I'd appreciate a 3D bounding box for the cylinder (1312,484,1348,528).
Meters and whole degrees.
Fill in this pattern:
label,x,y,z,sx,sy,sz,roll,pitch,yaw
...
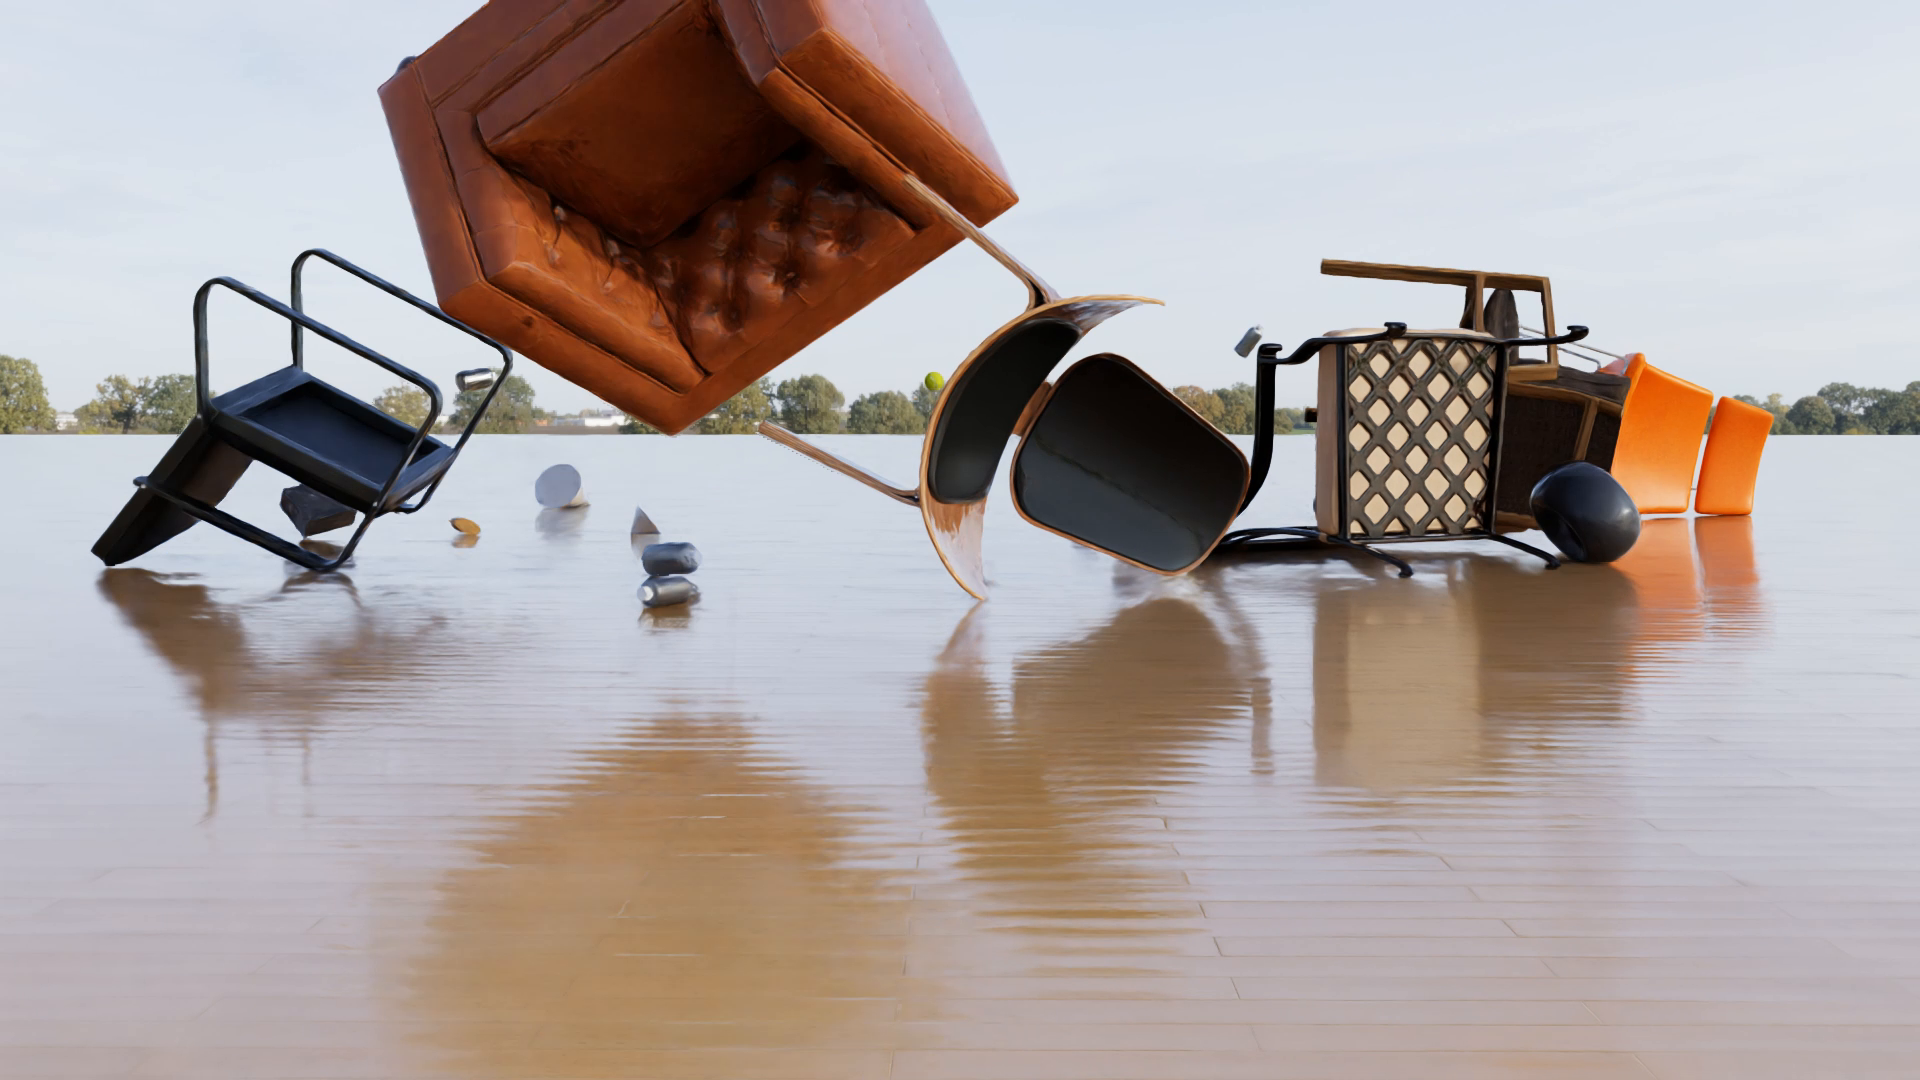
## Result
label,x,y,z,sx,sy,sz,roll,pitch,yaw
cylinder,0.946,-0.087,5.611,0.062,0.093,0.071,-10,15,39

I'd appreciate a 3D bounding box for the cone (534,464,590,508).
label,x,y,z,sx,sy,sz,roll,pitch,yaw
cone,-1.472,-0.169,8.395,0.211,0.180,0.223,1,-18,27

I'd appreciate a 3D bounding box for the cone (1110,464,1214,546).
label,x,y,z,sx,sy,sz,roll,pitch,yaw
cone,0.581,-0.045,6.363,0.309,0.264,0.230,12,35,0

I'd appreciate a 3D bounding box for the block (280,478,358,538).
label,x,y,z,sx,sy,sz,roll,pitch,yaw
block,-1.957,-0.101,6.708,0.169,0.068,0.150,-19,56,-42

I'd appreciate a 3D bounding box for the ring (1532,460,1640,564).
label,x,y,z,sx,sy,sz,roll,pitch,yaw
ring,1.618,-0.069,5.692,0.169,0.265,0.311,-36,37,-7

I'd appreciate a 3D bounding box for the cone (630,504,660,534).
label,x,y,z,sx,sy,sz,roll,pitch,yaw
cone,-0.993,-0.042,6.810,0.076,0.119,0.140,-39,0,-7
